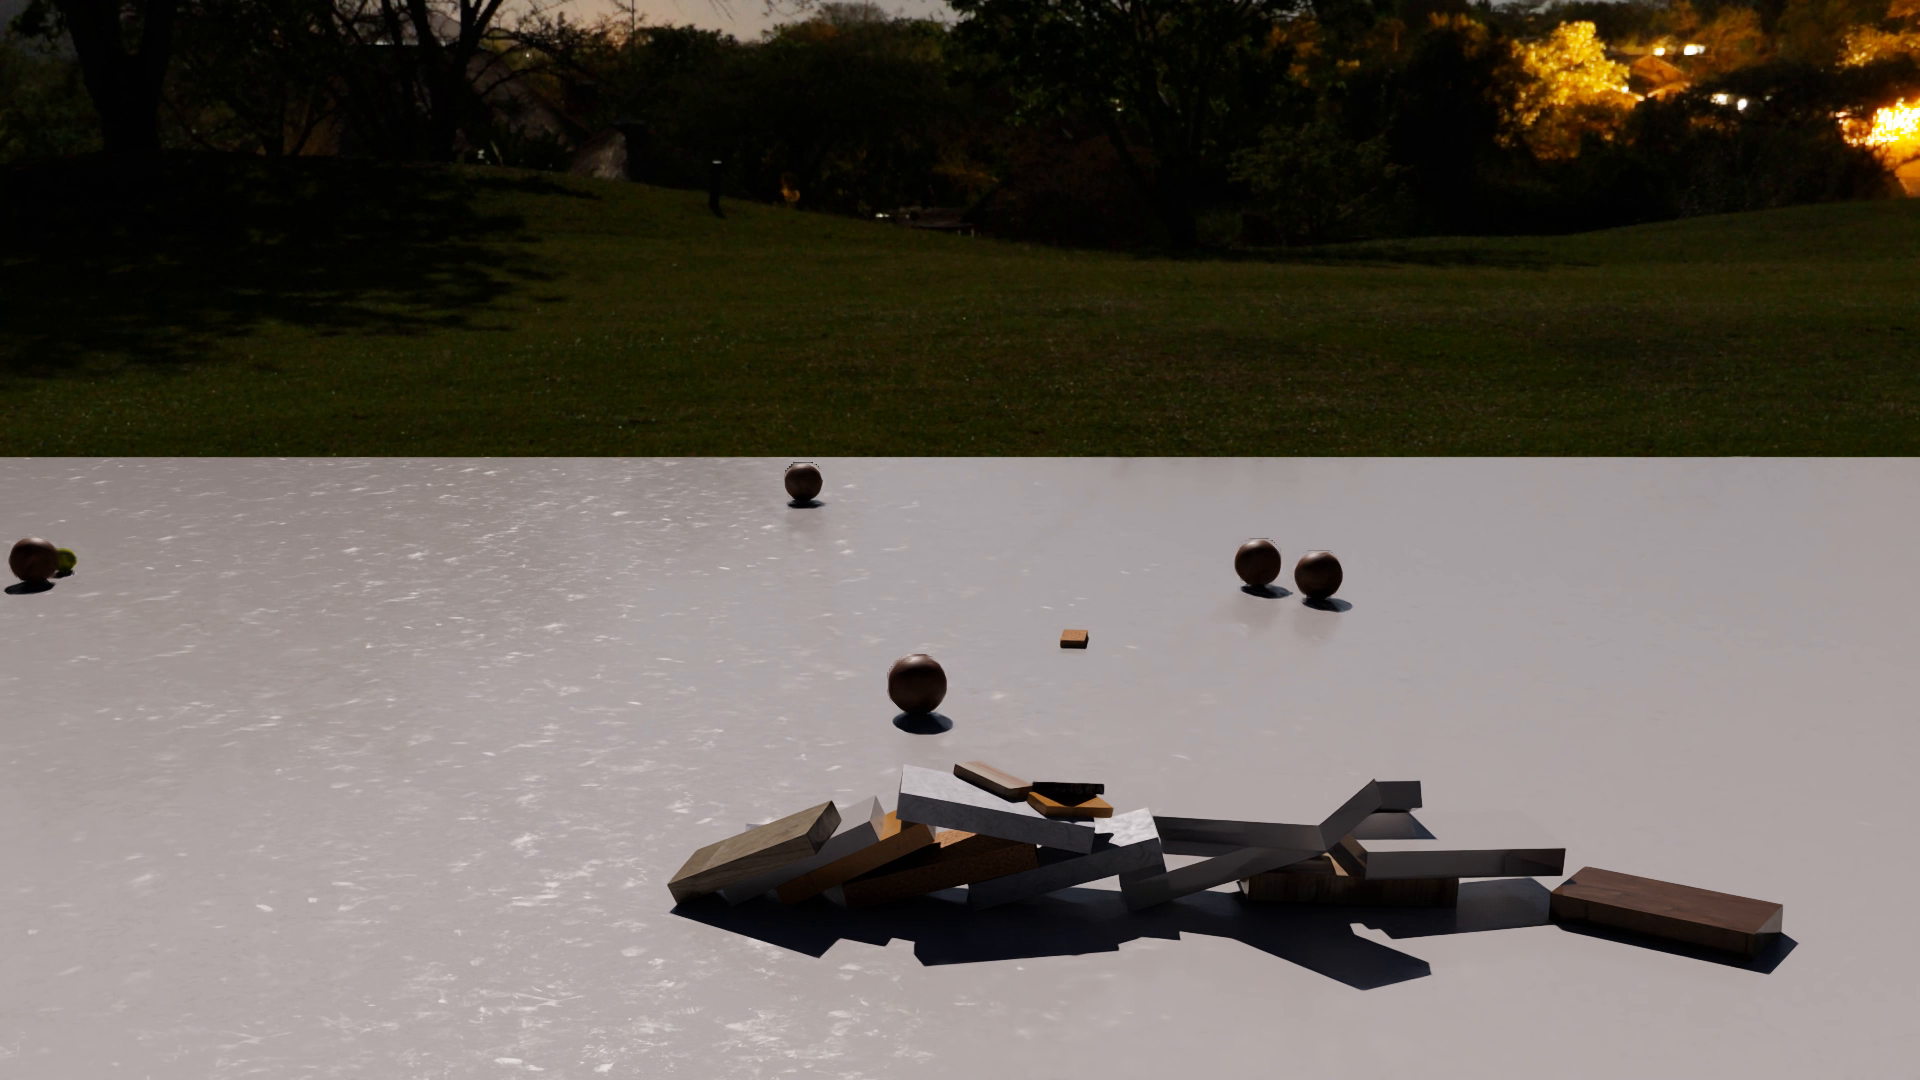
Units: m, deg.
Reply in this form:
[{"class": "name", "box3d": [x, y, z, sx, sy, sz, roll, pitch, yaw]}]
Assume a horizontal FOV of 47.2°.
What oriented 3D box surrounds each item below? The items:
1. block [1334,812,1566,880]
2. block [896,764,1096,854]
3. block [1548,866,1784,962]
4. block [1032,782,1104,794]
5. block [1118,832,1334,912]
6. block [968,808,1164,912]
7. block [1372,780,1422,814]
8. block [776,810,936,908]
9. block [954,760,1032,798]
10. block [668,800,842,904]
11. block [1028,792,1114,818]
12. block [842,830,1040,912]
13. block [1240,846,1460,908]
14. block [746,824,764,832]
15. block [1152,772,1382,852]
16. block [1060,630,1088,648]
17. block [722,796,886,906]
[{"class": "block", "box3d": [0.812, 0.509, 3.677, 0.345, 0.049, 0.172, 1, 14, -11]}, {"class": "block", "box3d": [0.058, 0.443, 3.624, 0.320, 0.045, 0.160, 11, 10, -2]}, {"class": "block", "box3d": [1.127, 0.595, 3.516, 0.321, 0.046, 0.161, 7, 13, 35]}, {"class": "block", "box3d": [0.181, 0.413, 3.660, 0.063, 0.018, 0.127, -2, -7, 34]}, {"class": "block", "box3d": [0.432, 0.510, 3.641, 0.345, 0.049, 0.172, -18, 13, 5]}, {"class": "block", "box3d": [0.171, 0.529, 3.656, 0.319, 0.045, 0.160, -15, 10, 2]}, {"class": "block", "box3d": [0.669, 0.467, 3.831, 0.161, 0.046, 0.321, 0, -15, -10]}, {"class": "block", "box3d": [-0.170, 0.517, 3.649, 0.271, 0.038, 0.135, -25, 9, 5]}, {"class": "block", "box3d": [0.056, 0.400, 3.674, 0.127, 0.018, 0.063, 20, 14, 41]}, {"class": "block", "box3d": [-0.338, 0.515, 3.628, 0.271, 0.038, 0.135, -22, 10, 20]}, {"class": "block", "box3d": [0.181, 0.436, 3.611, 0.127, 0.018, 0.063, 5, 12, -28]}, {"class": "block", "box3d": [-0.032, 0.533, 3.653, 0.319, 0.045, 0.160, -13, 10, 3]}, {"class": "block", "box3d": [0.639, 0.551, 3.673, 0.345, 0.049, 0.172, 3, 13, -3]}, {"class": "block", "box3d": [-0.264, 0.524, 3.754, 0.208, 0.076, 0.022, 4, 36, -8]}, {"class": "block", "box3d": [0.501, 0.443, 3.610, 0.350, 0.046, 0.161, -4, 20, 47]}, {"class": "block", "box3d": [0.284, 0.245, 5.481, 0.060, 0.017, 0.120, 1, 11, 7]}, {"class": "block", "box3d": [-0.258, 0.515, 3.652, 0.271, 0.038, 0.135, -25, 9, 7]}]
